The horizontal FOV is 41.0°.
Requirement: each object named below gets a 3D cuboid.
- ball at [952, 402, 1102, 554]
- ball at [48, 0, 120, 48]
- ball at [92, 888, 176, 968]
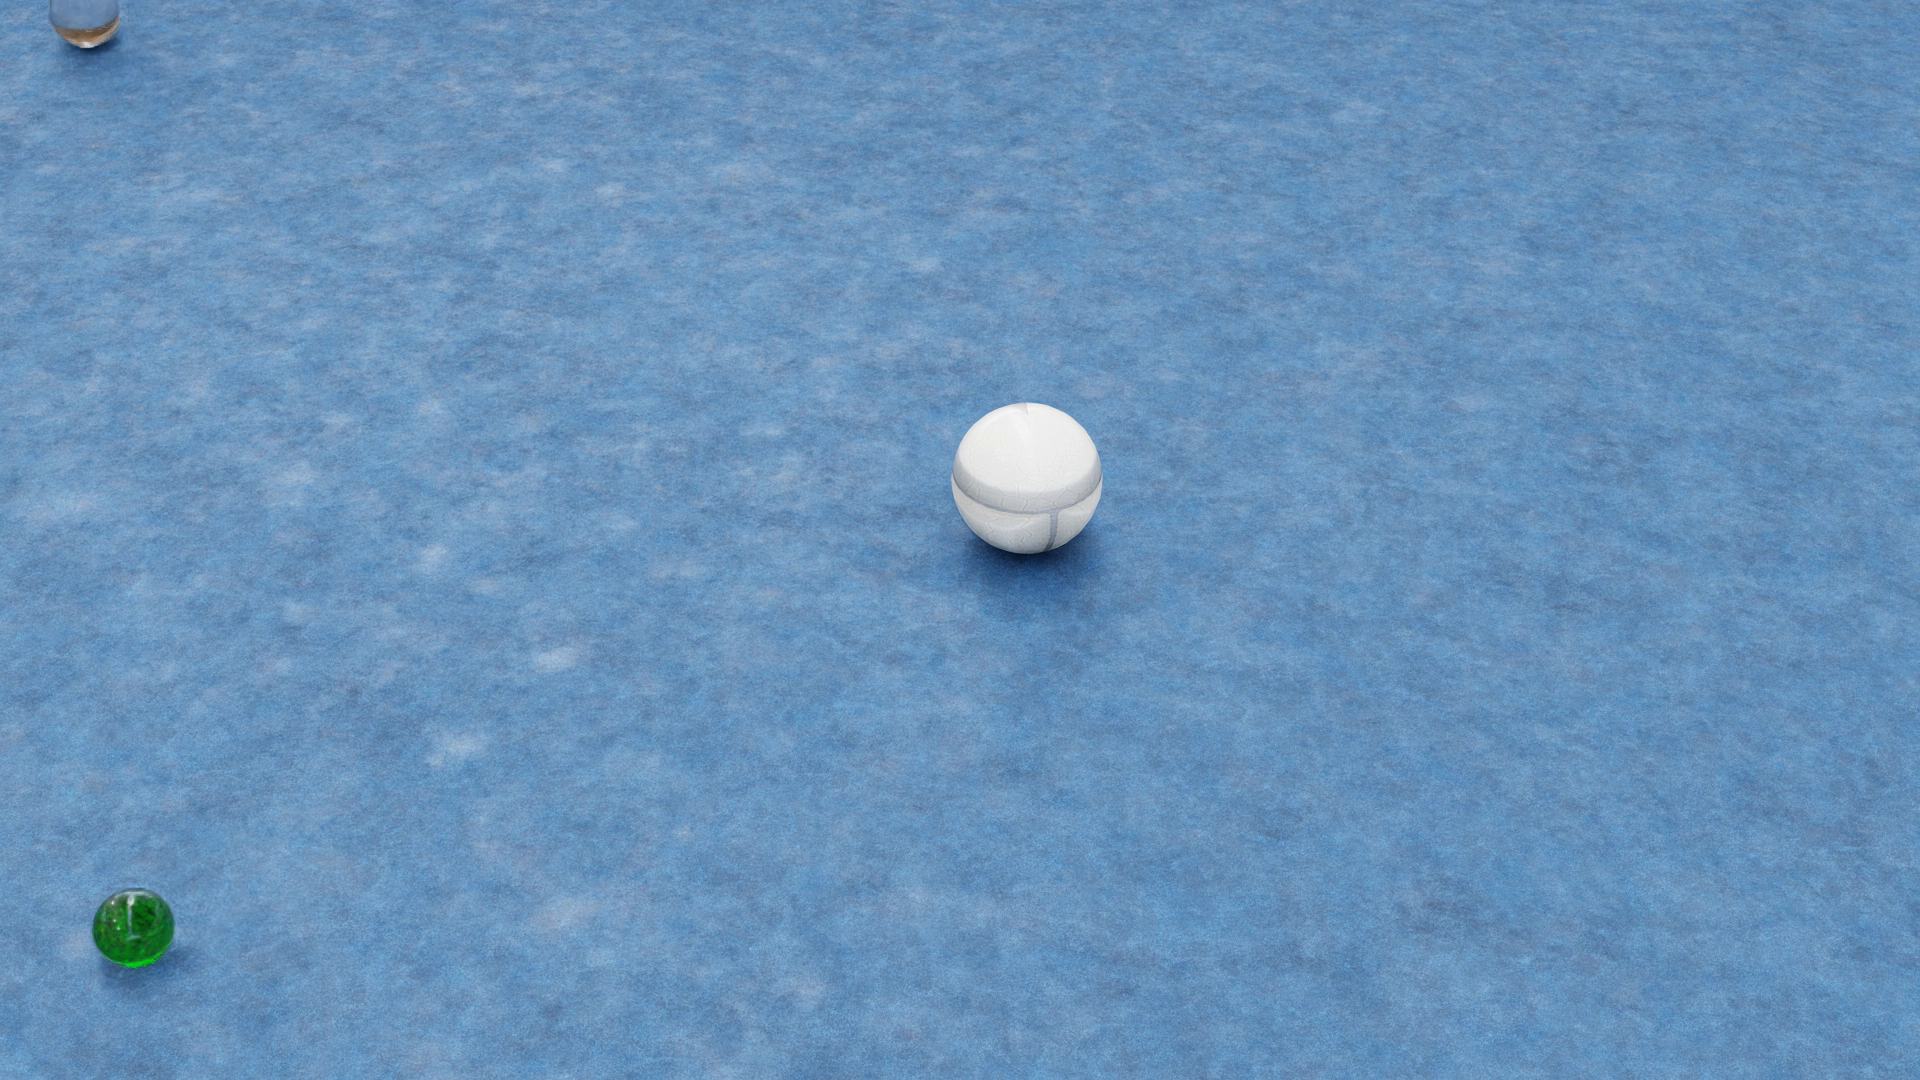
[{"bbox_3d":[0.041,-0.038,1.577,0.093,0.093,0.093,0,37,0],"label":"ball"},{"bbox_3d":[-0.732,-0.441,2.147,0.057,0.057,0.057,0,37,0],"label":"ball"},{"bbox_3d":[-0.421,0.197,1.306,0.040,0.040,0.040,0,37,0],"label":"ball"}]
